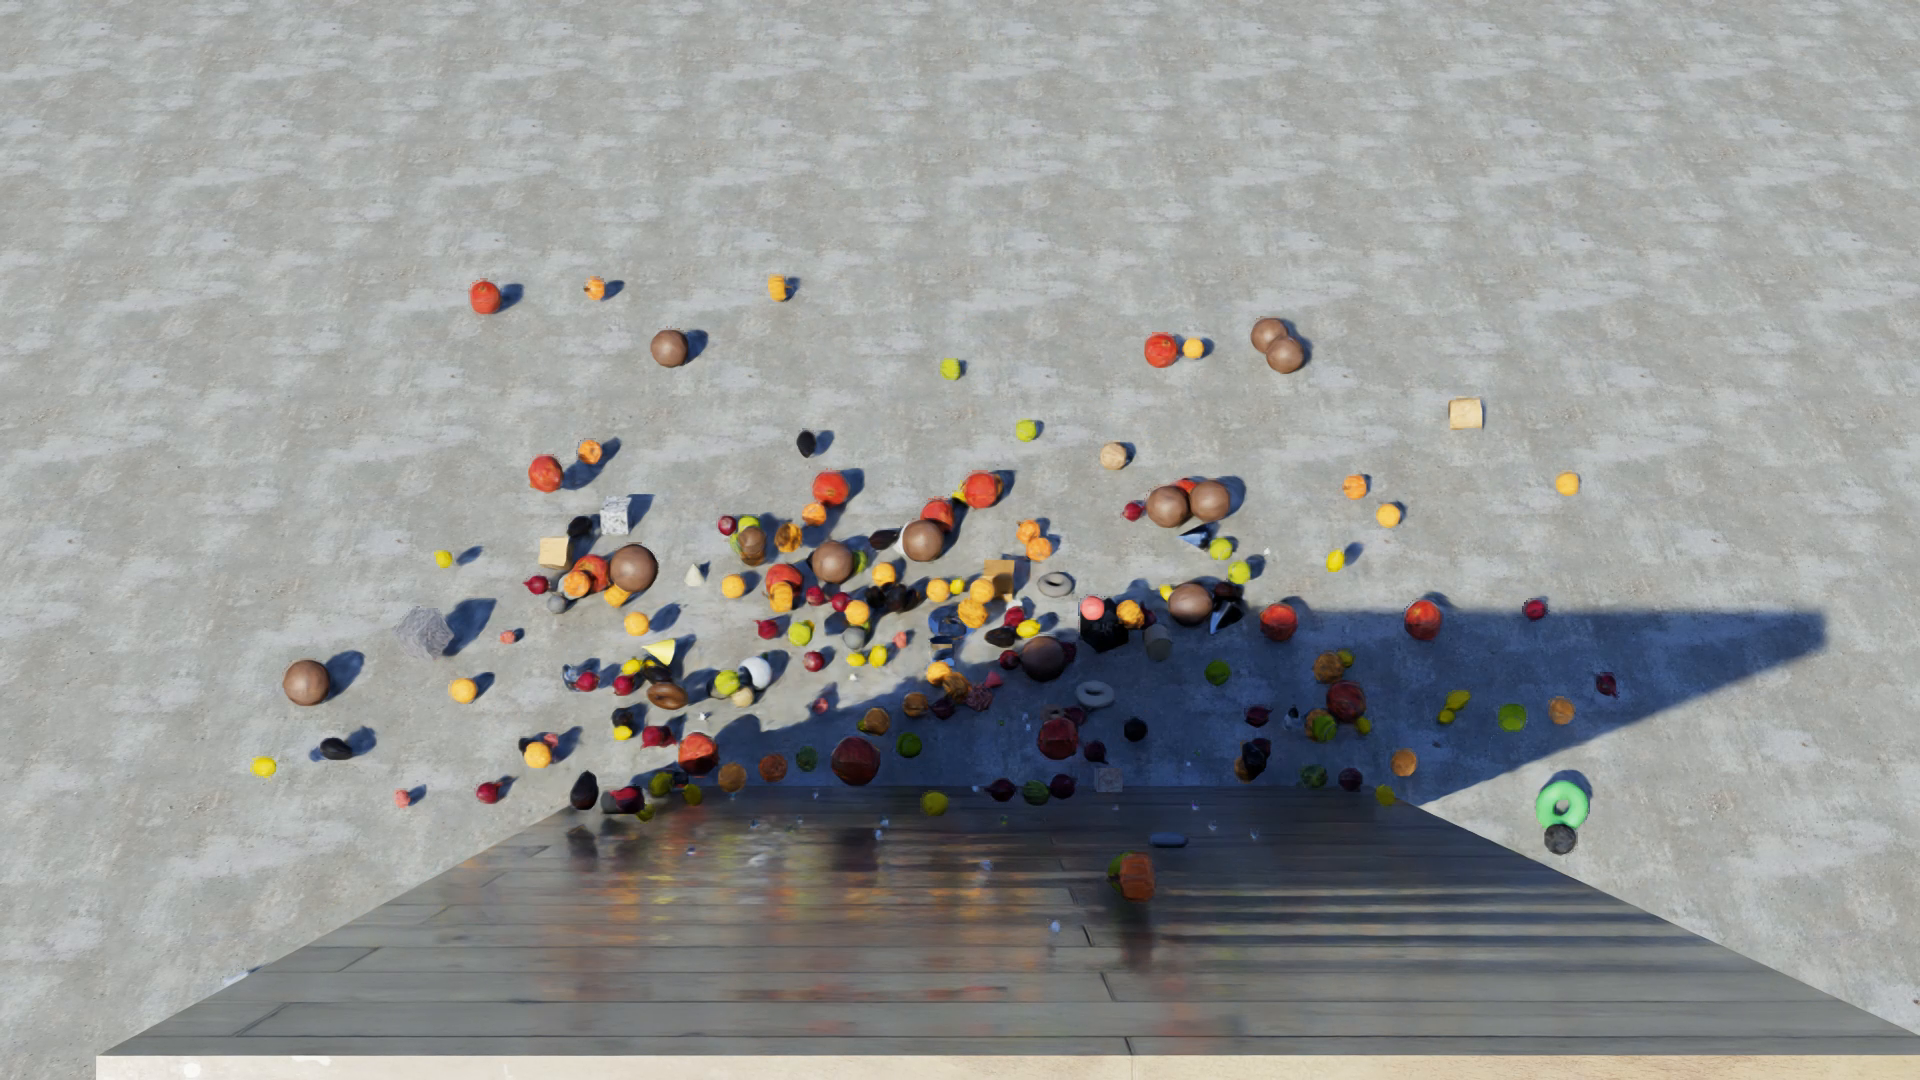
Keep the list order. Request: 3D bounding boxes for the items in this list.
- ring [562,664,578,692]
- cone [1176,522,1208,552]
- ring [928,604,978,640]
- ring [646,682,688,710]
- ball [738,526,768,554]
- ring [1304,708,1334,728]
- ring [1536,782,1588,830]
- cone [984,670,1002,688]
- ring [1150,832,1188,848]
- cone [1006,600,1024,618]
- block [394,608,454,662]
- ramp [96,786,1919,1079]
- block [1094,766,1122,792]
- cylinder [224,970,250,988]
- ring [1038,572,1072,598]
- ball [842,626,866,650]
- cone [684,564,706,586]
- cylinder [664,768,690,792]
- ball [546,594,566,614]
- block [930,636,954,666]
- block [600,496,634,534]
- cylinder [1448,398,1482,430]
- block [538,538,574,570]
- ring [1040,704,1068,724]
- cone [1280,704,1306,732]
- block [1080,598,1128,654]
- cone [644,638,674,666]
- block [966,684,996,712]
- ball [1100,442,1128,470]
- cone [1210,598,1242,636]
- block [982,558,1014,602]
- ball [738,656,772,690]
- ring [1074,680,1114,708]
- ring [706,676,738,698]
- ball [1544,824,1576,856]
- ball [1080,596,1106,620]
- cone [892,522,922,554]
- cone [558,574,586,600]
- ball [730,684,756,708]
[{"bbox_3d":[-1.086,0.385,7.231,0.028,0.083,0.083,-17,37,-22],"label":"ring"},{"bbox_3d":[0.696,-0.009,7.818,0.089,0.089,0.089,0,34,-4],"label":"cone"},{"bbox_3d":[-0.021,0.237,7.495,0.146,0.049,0.146,1,34,-1],"label":"ring"},{"bbox_3d":[-0.796,0.425,7.069,0.115,0.115,0.038,4,58,7],"label":"ring"},{"bbox_3d":[-0.594,0.000,7.446,0.084,0.084,0.084,0,34,0],"label":"ball"},{"bbox_3d":[0.988,0.490,7.133,0.079,0.026,0.079,-1,33,1],"label":"ring"},{"bbox_3d":[1.564,0.695,6.747,0.140,0.047,0.140,-16,58,27],"label":"ring"},{"bbox_3d":[0.082,0.401,7.249,0.052,0.052,0.052,27,50,34],"label":"cone"},{"bbox_3d":[0.412,0.593,5.124,0.077,0.026,0.077,1,0,0],"label":"ring"},{"bbox_3d":[0.168,0.205,7.553,0.052,0.052,0.052,13,-7,19],"label":"cone"},{"bbox_3d":[-1.509,0.267,7.307,0.100,0.100,0.100,4,47,38],"label":"block"},{"bbox_3d":[0.074,0.648,4.778,2.000,0.100,4.000,0,-1,0],"label":"ramp"},{"bbox_3d":[0.378,0.609,6.592,0.060,0.060,0.060,0,-1,-8],"label":"block"},{"bbox_3d":[-1.734,1.070,6.235,0.053,0.053,0.053,-19,38,-34],"label":"cylinder"},{"bbox_3d":[0.280,0.133,7.663,0.104,0.035,0.104,1,33,-1],"label":"ring"},{"bbox_3d":[-0.301,0.279,7.412,0.068,0.068,0.068,0,34,0],"label":"ball"},{"bbox_3d":[-0.787,0.092,7.698,0.064,0.064,0.064,0,34,0],"label":"cone"},{"bbox_3d":[-0.716,0.611,6.574,0.052,0.052,0.052,25,33,-10],"label":"cylinder"},{"bbox_3d":[-1.175,0.186,7.561,0.058,0.058,0.058,0,34,0],"label":"ball"},{"bbox_3d":[-0.050,0.316,7.364,0.061,0.061,0.061,-4,34,-6],"label":"block"},{"bbox_3d":[-1.049,-0.075,7.932,0.083,0.083,0.083,3,34,5],"label":"block"},{"bbox_3d":[1.631,-0.408,8.377,0.098,0.098,0.098,-4,33,8],"label":"cylinder"},{"bbox_3d":[-1.202,0.041,7.727,0.080,0.080,0.080,4,-10,6],"label":"block"},{"bbox_3d":[0.257,0.479,7.150,0.077,0.026,0.077,-1,33,0],"label":"ring"},{"bbox_3d":[0.916,0.477,7.115,0.067,0.067,0.067,0,34,0],"label":"cone"},{"bbox_3d":[0.414,0.246,7.435,0.099,0.099,0.099,-19,38,-26],"label":"block"},{"bbox_3d":[-0.857,0.309,7.325,0.080,0.080,0.080,13,28,-23],"label":"cone"},{"bbox_3d":[0.055,0.436,7.143,0.050,0.050,0.050,39,27,25],"label":"block"},{"bbox_3d":[0.485,-0.264,8.210,0.090,0.090,0.090,0,34,0],"label":"ball"},{"bbox_3d":[0.747,0.237,7.496,0.100,0.100,0.100,23,67,30],"label":"cone"},{"bbox_3d":[0.114,0.118,7.638,0.087,0.087,0.087,3,34,4],"label":"block"},{"bbox_3d":[-0.572,0.372,7.247,0.096,0.096,0.096,0,34,0],"label":"ball"},{"bbox_3d":[0.374,0.430,7.212,0.113,0.038,0.113,0,30,0],"label":"ring"},{"bbox_3d":[-0.665,0.410,7.249,0.091,0.030,0.091,-1,34,1],"label":"ring"},{"bbox_3d":[1.541,0.768,6.664,0.082,0.082,0.082,0,34,0],"label":"ball"},{"bbox_3d":[0.365,0.189,7.140,0.067,0.067,0.067,0,34,0],"label":"ball"},{"bbox_3d":[-0.159,-0.019,7.842,0.089,0.089,0.089,0,34,0],"label":"cone"},{"bbox_3d":[-1.142,0.145,7.621,0.079,0.079,0.079,3,74,-11],"label":"cone"},{"bbox_3d":[-0.601,0.432,7.183,0.068,0.068,0.068,0,34,0],"label":"ball"}]
